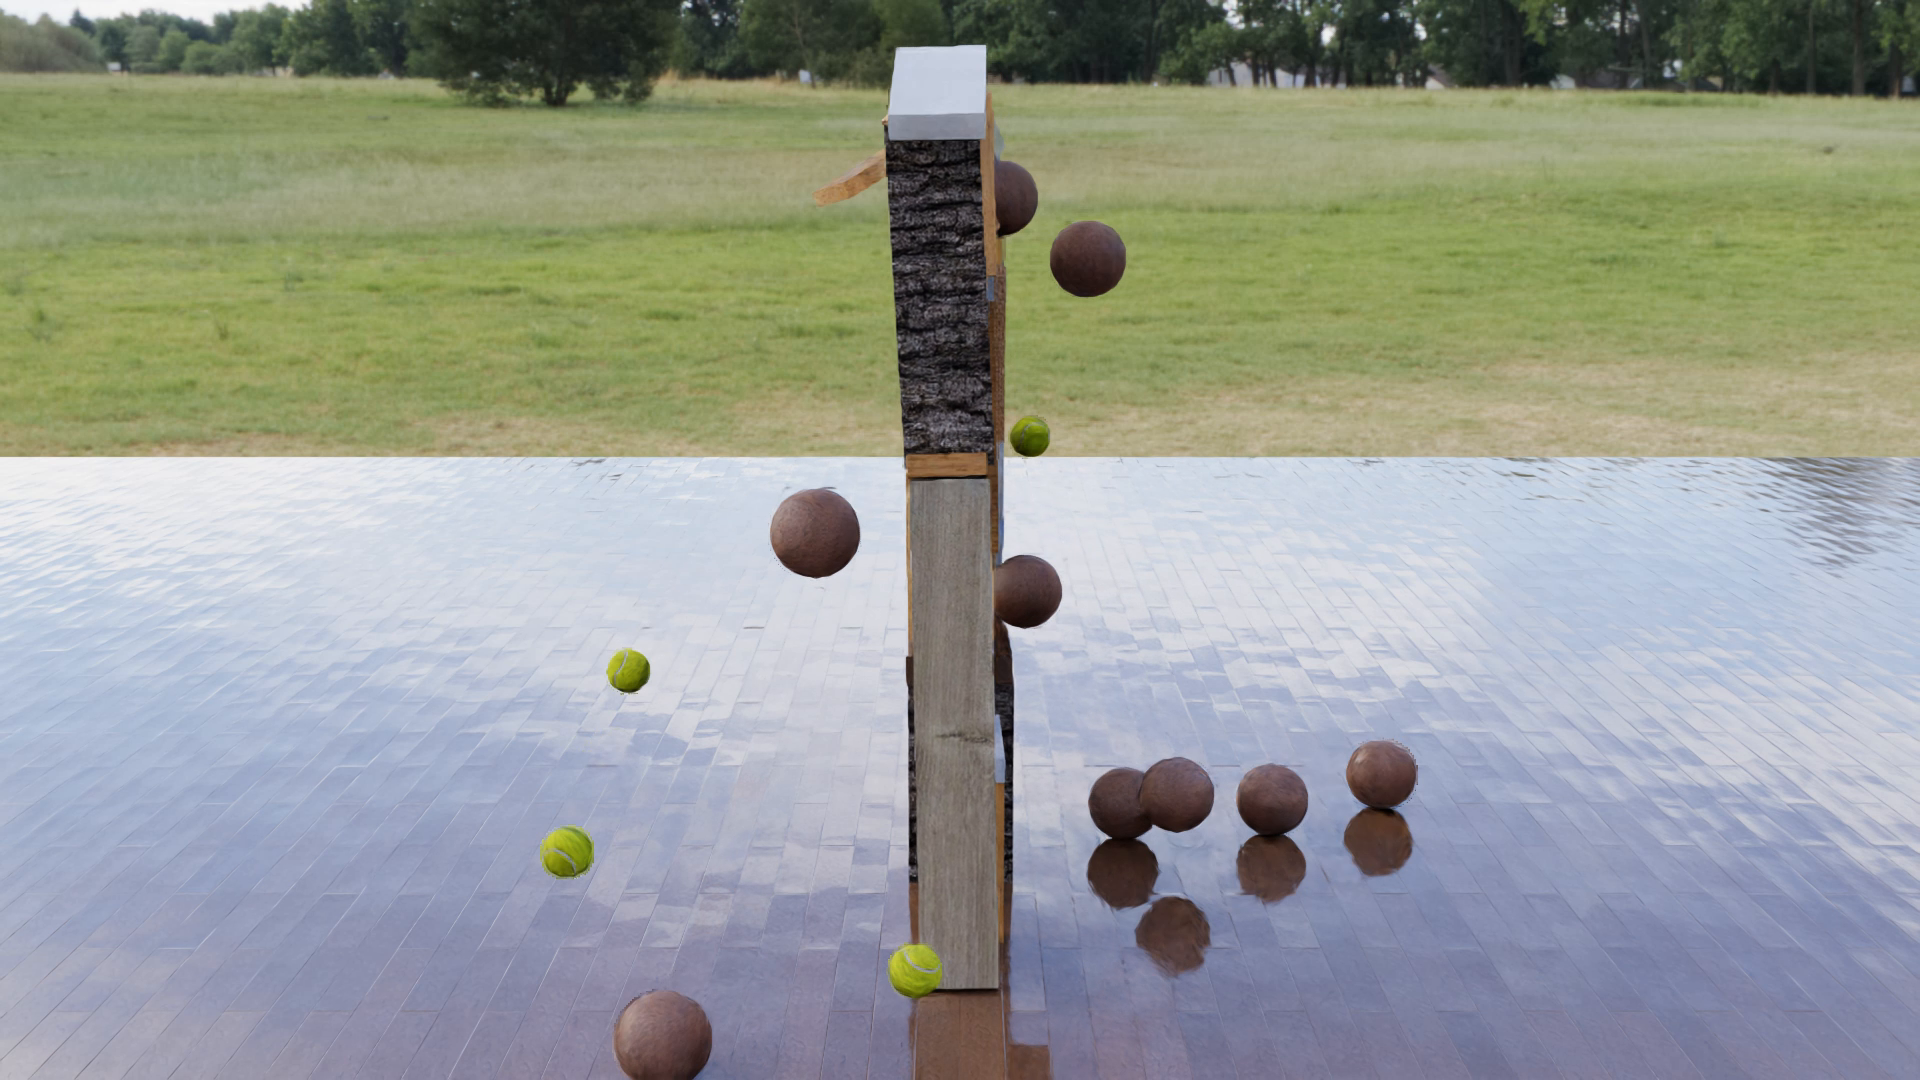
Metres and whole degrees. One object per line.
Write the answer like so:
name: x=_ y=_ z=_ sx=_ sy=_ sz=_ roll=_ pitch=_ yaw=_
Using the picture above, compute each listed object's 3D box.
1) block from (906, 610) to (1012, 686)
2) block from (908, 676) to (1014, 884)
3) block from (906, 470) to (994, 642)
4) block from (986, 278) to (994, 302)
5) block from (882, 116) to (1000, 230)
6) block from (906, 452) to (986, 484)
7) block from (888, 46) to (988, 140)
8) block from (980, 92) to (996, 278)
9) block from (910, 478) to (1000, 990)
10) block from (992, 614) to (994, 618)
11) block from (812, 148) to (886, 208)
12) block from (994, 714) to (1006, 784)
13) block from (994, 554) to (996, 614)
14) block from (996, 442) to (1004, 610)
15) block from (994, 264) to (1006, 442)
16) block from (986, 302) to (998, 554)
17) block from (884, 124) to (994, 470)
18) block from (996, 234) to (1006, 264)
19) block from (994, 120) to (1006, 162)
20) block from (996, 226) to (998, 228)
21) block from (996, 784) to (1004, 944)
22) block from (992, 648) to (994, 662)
block: x=-0.006 y=0.183 z=3.795 sx=0.176 sy=0.050 sz=0.352 roll=0 pitch=11 yaw=-1
block: x=0.001 y=0.402 z=3.715 sx=0.176 sy=0.352 sz=0.050 roll=0 pitch=10 yaw=-1
block: x=-0.016 y=0.025 z=3.707 sx=0.145 sy=0.290 sz=0.041 roll=0 pitch=13 yaw=3
block: x=-0.014 y=-0.407 z=3.490 sx=0.130 sy=0.037 sz=0.259 roll=-2 pitch=12 yaw=0
block: x=-0.031 y=-0.602 z=3.613 sx=0.033 sy=0.232 sz=0.116 roll=-45 pitch=31 yaw=-23
block: x=-0.018 y=-0.098 z=3.332 sx=0.117 sy=0.033 sz=0.233 roll=-1 pitch=-6 yaw=0
block: x=-0.030 y=-0.666 z=3.266 sx=0.138 sy=0.039 sz=0.276 roll=0 pitch=33 yaw=2
block: x=-0.017 y=-0.537 z=3.338 sx=0.138 sy=0.276 sz=0.039 roll=-1 pitch=1 yaw=0
block: x=-0.009 y=0.287 z=3.247 sx=0.117 sy=0.752 sz=0.033 roll=-1 pitch=2 yaw=-2
block: x=-0.013 y=0.030 z=3.338 sx=0.117 sy=0.033 sz=0.233 roll=0 pitch=54 yaw=-3
block: x=-0.136 y=-0.576 z=3.421 sx=0.181 sy=0.026 sz=0.090 roll=-37 pitch=19 yaw=-31
block: x=0.000 y=0.330 z=3.500 sx=0.134 sy=0.038 sz=0.267 roll=0 pitch=11 yaw=-1
block: x=-0.008 y=-0.014 z=3.917 sx=0.145 sy=0.290 sz=0.041 roll=0 pitch=13 yaw=-1
block: x=0.003 y=0.011 z=3.967 sx=0.148 sy=1.029 sz=0.042 roll=0 pitch=12 yaw=-1
block: x=0.000 y=-0.312 z=3.682 sx=0.148 sy=0.296 sz=0.042 roll=-1 pitch=17 yaw=-4
block: x=-0.008 y=-0.177 z=3.460 sx=0.130 sy=0.402 sz=0.037 roll=-2 pitch=14 yaw=-1
block: x=-0.029 y=-0.365 z=3.311 sx=0.138 sy=0.520 sz=0.039 roll=-3 pitch=18 yaw=1
block: x=0.001 y=-0.496 z=3.744 sx=0.148 sy=0.042 sz=0.296 roll=0 pitch=9 yaw=2
block: x=0.002 y=-0.690 z=3.635 sx=0.116 sy=0.033 sz=0.232 roll=22 pitch=-3 yaw=9
block: x=-0.024 y=-0.589 z=3.531 sx=0.116 sy=0.232 sz=0.033 roll=4 pitch=45 yaw=23
block: x=0.002 y=0.497 z=3.439 sx=0.134 sy=0.267 sz=0.038 roll=0 pitch=10 yaw=0
block: x=0.003 y=0.246 z=3.338 sx=0.094 sy=0.187 sz=0.027 roll=0 pitch=26 yaw=0
